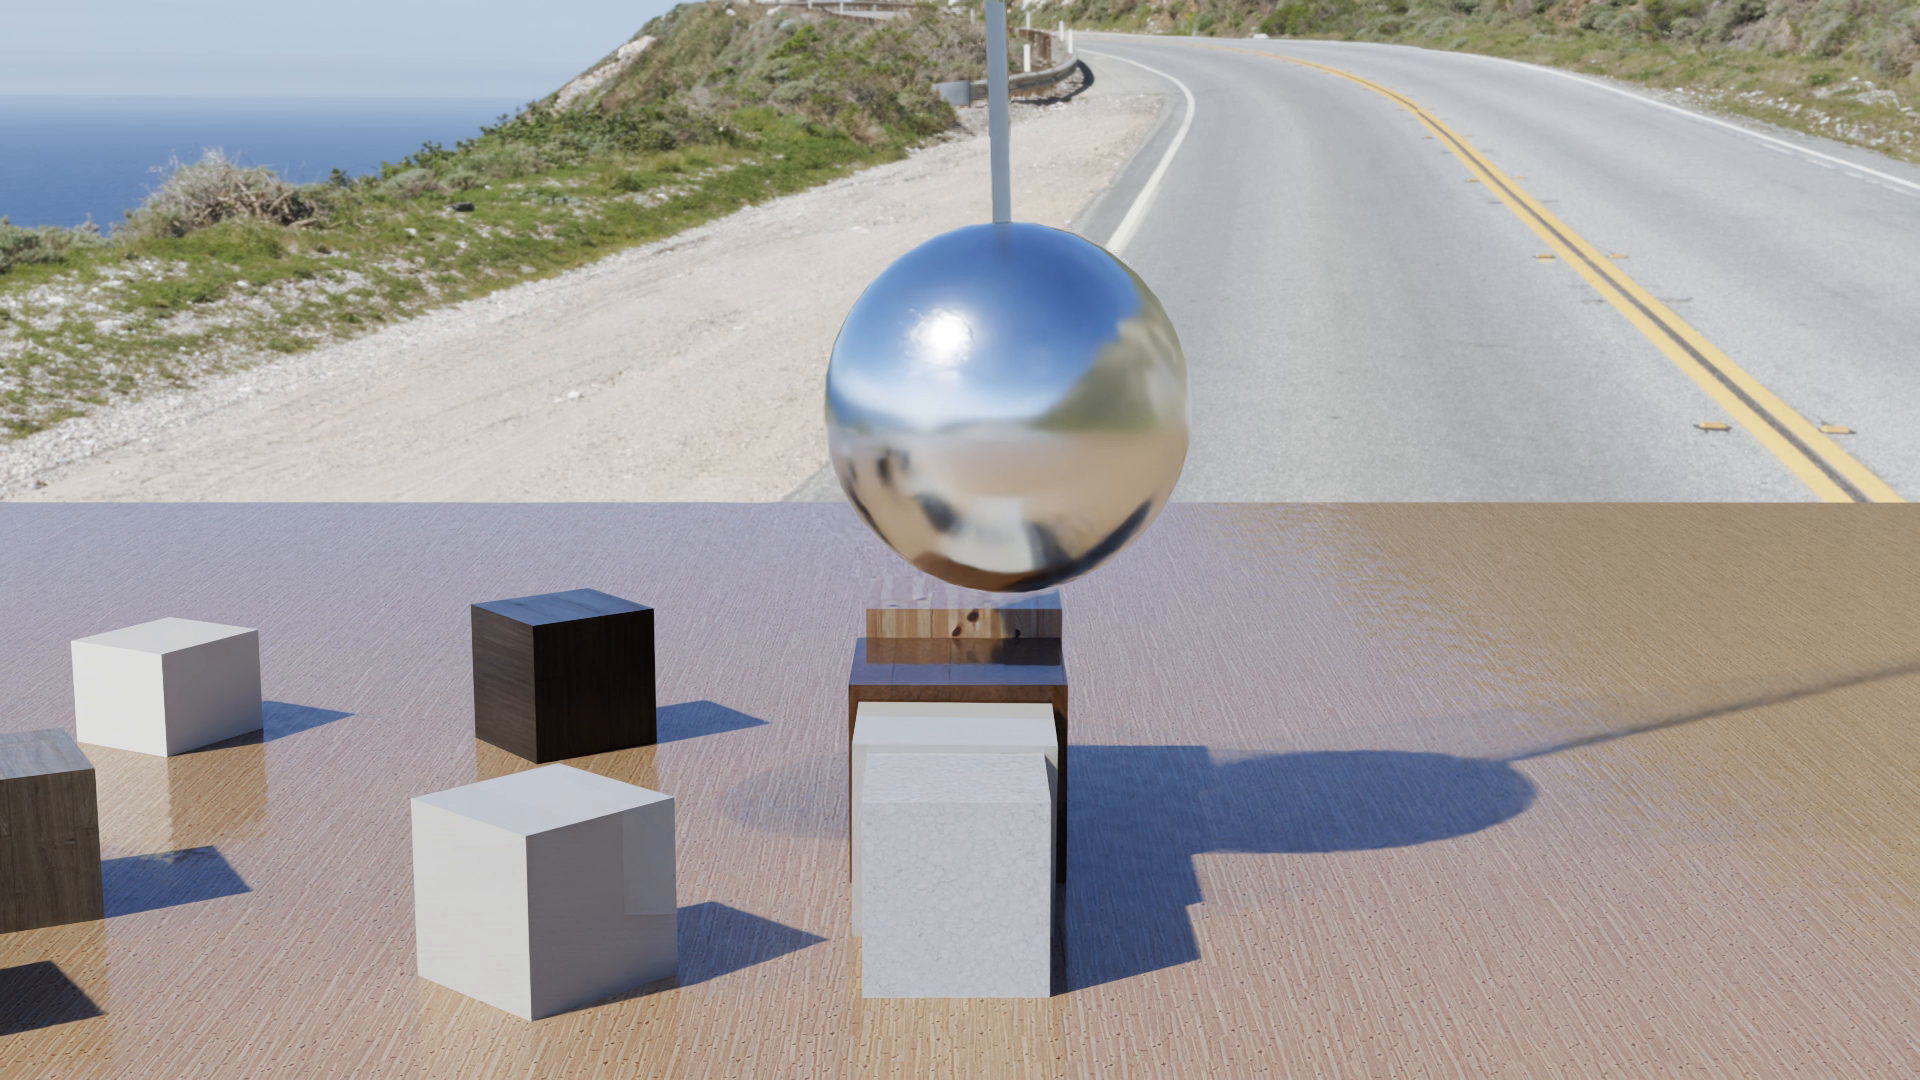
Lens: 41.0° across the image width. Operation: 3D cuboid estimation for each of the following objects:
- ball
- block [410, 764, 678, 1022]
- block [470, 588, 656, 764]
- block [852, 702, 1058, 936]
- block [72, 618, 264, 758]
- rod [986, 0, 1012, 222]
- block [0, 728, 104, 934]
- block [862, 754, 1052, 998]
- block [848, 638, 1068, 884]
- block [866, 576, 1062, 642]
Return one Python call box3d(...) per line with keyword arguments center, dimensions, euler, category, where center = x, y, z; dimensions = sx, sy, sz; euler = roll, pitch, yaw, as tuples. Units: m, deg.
box3d(center=(0.206, -0.571, 11.076), dimensions=(1.600, 1.600, 1.600), euler=(0, 10, 0), category="ball")
box3d(center=(-1.626, 1.360, 10.064), dimensions=(0.731, 0.723, 0.718), euler=(10, 14, 43), category="block")
box3d(center=(-2.104, 0.709, 13.629), dimensions=(0.715, 0.729, 0.687), euler=(-8, 13, -37), category="block")
box3d(center=(-0.024, 1.171, 10.841), dimensions=(0.837, 0.819, 0.689), euler=(1, 11, 0), category="block")
box3d(center=(-4.244, 0.778, 13.755), dimensions=(0.659, 0.549, 0.693), euler=(6, 12, 29), category="block")
box3d(center=(0.089, -3.915, 10.469), dimensions=(0.080, 5.200, 0.080), euler=(-2, 10, 0), category="rod")
box3d(center=(-4.090, 1.241, 10.911), dimensions=(0.696, 0.655, 0.773), euler=(-6, 12, -28), category="block")
box3d(center=(-0.016, 1.315, 10.156), dimensions=(0.720, 0.779, 0.708), euler=(0, 10, 0), category="block")
box3d(center=(-0.007, 0.983, 11.660), dimensions=(0.952, 0.894, 0.948), euler=(0, 10, 0), category="block")
box3d(center=(0.020, 0.757, 12.525), dimensions=(0.920, 1.030, 0.812), euler=(0, 10, 0), category="block")
